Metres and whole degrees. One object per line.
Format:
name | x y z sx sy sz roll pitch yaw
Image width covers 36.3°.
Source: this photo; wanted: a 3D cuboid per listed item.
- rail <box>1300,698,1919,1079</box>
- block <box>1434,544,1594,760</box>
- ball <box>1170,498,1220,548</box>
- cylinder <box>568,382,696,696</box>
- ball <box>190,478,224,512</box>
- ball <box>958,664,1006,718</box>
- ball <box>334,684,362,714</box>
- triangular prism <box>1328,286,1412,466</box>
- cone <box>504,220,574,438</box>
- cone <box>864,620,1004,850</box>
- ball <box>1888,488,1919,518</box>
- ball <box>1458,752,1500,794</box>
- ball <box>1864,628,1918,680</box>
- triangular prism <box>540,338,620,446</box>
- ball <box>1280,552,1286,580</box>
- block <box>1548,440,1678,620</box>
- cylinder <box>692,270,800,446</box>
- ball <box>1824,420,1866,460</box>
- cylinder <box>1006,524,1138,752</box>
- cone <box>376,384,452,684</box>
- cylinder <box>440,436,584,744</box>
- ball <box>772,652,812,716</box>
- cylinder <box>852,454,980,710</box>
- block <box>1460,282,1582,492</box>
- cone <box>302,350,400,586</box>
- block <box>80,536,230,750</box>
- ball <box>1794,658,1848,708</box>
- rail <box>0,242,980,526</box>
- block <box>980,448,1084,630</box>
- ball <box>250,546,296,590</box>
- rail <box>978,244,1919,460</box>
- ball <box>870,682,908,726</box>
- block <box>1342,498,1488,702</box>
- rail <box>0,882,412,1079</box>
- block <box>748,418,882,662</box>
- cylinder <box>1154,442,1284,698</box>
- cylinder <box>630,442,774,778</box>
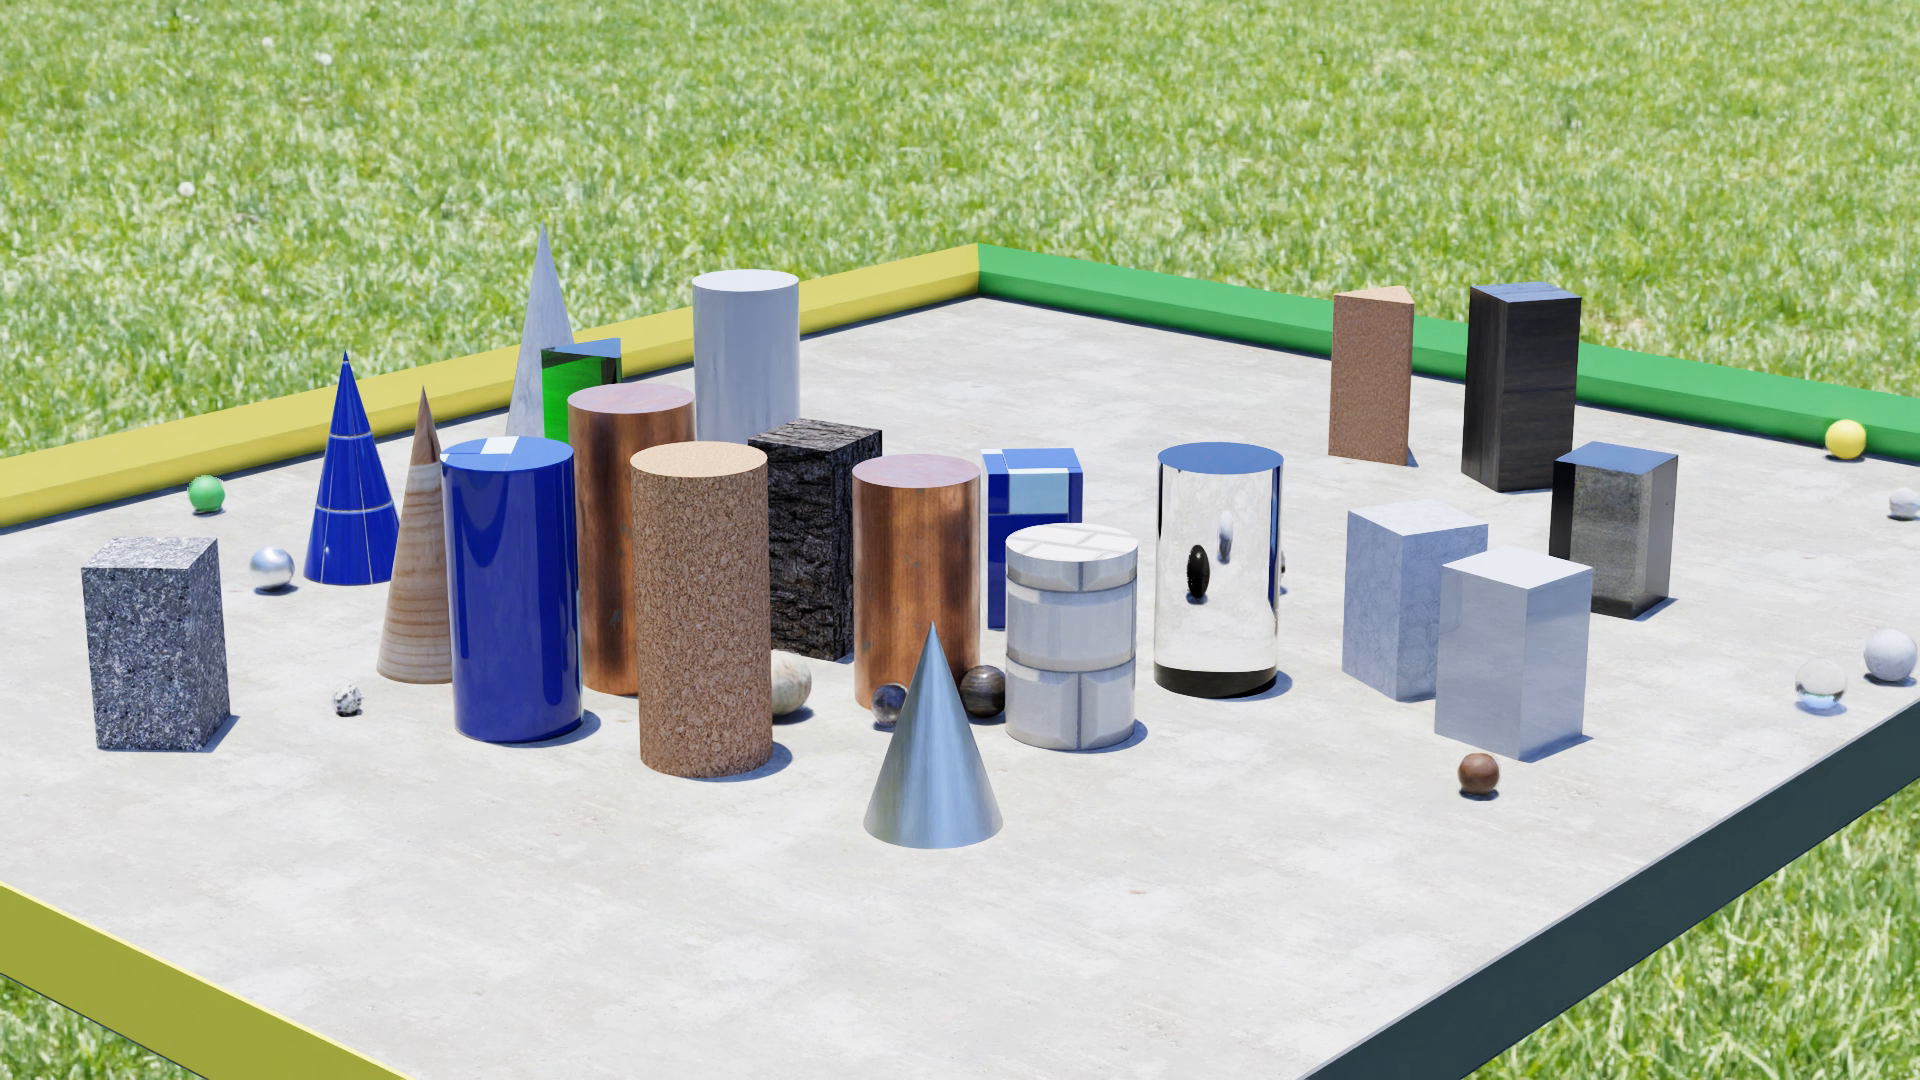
rail | 1.219 0.338 4.106 0.045 0.129 3.908 14 22 39
block | 0.835 0.168 4.432 0.159 0.268 0.159 -15 22 -40
ball | 0.433 -0.031 5.403 0.090 0.090 0.090 0 17 0
cylinder | -0.516 -0.002 4.664 0.199 0.460 0.199 0 17 0
ball | -1.445 -0.086 5.625 0.066 0.066 0.066 0 17 0
ball | 0.039 0.234 4.535 0.082 0.082 0.082 0 17 0
ball | -0.952 0.246 4.558 0.045 0.045 0.045 0 17 0
triangular prism | 0.869 -0.343 6.009 0.172 0.337 0.149 10 19 29
cone | -0.856 -0.434 6.078 0.199 0.472 0.199 0 17 0
cone | -0.038 0.254 4.091 0.199 0.300 0.199 0 17 0
ball | 1.800 -0.071 5.588 0.059 0.059 0.059 0 17 0
ball | 0.748 0.337 4.231 0.061 0.061 0.061 0 17 0
ball | 1.492 0.184 4.699 0.083 0.083 0.083 0 17 0
triangular prism | -0.698 -0.233 5.711 0.172 0.298 0.149 7 18 22
ball | 0.525 0.043 5.149 0.095 0.095 0.095 0 17 0
block | 1.127 -0.018 5.068 0.159 0.258 0.159 12 20 34
cylinder | -0.399 -0.261 5.516 0.199 0.464 0.199 0 17 0
ball | 1.811 -0.206 5.997 0.081 0.081 0.081 0 17 0
cylinder | 0.168 0.146 4.454 0.199 0.298 0.199 0 17 0
cone | -0.851 -0.023 4.714 0.199 0.471 0.199 0 17 0
cylinder | -0.680 0.075 4.462 0.199 0.429 0.199 0 17 0
ball | -0.279 0.222 4.545 0.099 0.099 0.099 0 17 0
cylinder | -0.067 0.070 4.582 0.199 0.370 0.199 0 17 0
block | 1.108 -0.304 5.801 0.159 0.382 0.159 -5 18 -17
cone | -1.082 -0.142 5.219 0.199 0.407 0.199 0 17 0
block | -1.216 0.155 4.443 0.159 0.286 0.159 1 17 2
ball | 1.343 0.224 4.575 0.079 0.079 0.079 0 17 0
rail | -1.219 -0.273 6.133 0.045 0.129 3.908 14 22 39
block | 0.121 -0.003 4.993 0.159 0.273 0.159 -1 17 -4
ball | -1.209 0.050 5.154 0.078 0.078 0.078 0 17 0
rail | 1.266 -0.388 6.515 3.276 0.129 0.045 14 22 39
ball | -0.103 0.252 4.499 0.068 0.068 0.068 0 17 0
block | 0.723 0.093 4.673 0.159 0.272 0.159 -8 18 -24
rail | -1.266 0.453 3.724 3.276 0.129 0.045 14 22 39
block | -0.236 -0.002 4.845 0.159 0.356 0.159 9 19 29
cylinder | 0.410 0.046 4.664 0.199 0.367 0.199 0 17 0
cylinder | -0.379 0.101 4.325 0.199 0.458 0.199 0 17 0
